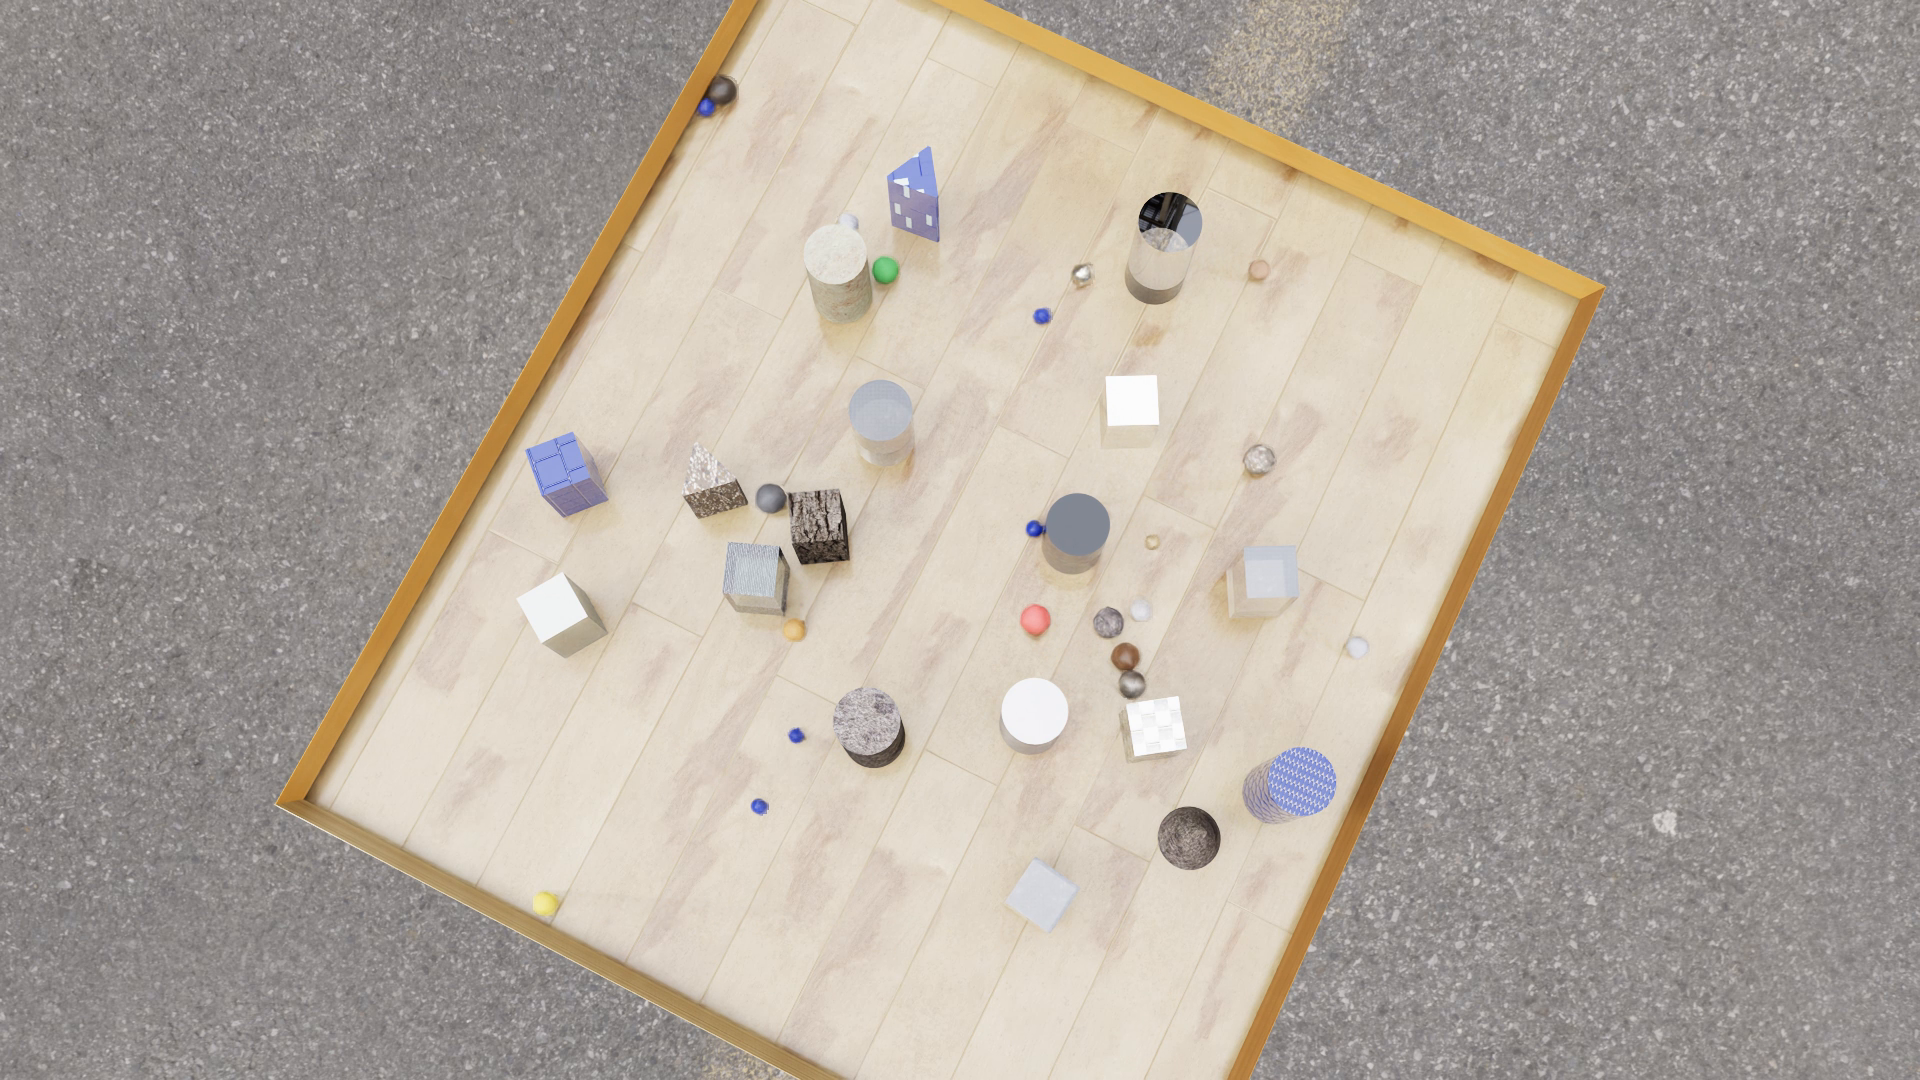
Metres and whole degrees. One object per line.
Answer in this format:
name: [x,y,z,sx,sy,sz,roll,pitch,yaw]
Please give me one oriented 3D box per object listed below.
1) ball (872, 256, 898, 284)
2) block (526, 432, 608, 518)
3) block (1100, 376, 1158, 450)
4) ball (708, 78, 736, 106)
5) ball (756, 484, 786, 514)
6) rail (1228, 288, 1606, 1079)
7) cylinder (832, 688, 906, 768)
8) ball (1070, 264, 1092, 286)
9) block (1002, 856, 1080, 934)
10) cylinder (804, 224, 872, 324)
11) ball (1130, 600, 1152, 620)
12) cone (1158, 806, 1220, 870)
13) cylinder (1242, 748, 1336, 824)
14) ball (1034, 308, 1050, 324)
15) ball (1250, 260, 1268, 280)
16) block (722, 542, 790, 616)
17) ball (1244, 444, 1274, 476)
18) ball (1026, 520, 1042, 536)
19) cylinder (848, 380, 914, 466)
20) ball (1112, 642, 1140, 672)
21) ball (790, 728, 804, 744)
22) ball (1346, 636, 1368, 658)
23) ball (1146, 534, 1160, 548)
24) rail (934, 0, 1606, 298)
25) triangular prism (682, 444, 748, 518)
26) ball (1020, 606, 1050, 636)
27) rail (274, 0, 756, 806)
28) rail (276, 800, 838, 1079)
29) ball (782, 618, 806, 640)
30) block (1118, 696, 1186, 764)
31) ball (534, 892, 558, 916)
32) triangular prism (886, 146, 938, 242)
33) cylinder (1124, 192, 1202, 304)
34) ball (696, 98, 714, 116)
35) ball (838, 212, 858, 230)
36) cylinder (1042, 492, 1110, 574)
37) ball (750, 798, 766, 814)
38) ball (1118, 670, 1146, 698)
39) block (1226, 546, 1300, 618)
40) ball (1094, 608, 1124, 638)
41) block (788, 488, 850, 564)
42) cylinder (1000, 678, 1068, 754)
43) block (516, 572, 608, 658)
ball: [-0.236,-0.846,5.749,0.083,0.083,0.083,0,78,0]
block: [-1.178,-0.193,5.505,0.150,0.296,0.150,-22,79,-4]
block: [0.510,-0.384,5.553,0.150,0.279,0.150,-1,78,0]
ball: [-0.760,-1.436,5.867,0.091,0.091,0.091,0,78,0]
ball: [-0.577,-0.127,5.595,0.093,0.093,0.093,0,78,0]
rail: [1.258,0.622,5.425,0.045,0.122,3.203,26,80,5]
cylinder: [-0.257,0.544,5.272,0.187,0.454,0.187,0,78,0]
ball: [0.382,-0.833,5.753,0.069,0.069,0.069,0,78,0]
block: [0.228,1.012,5.216,0.150,0.374,0.150,34,80,7]
cylinder: [-0.369,-0.808,5.597,0.187,0.365,0.187,0,78,0]
ball: [0.546,0.212,5.539,0.065,0.065,0.065,0,78,0]
cone: [0.679,0.844,5.237,0.187,0.401,0.187,0,78,0]
cylinder: [0.935,0.706,5.231,0.187,0.468,0.187,0,78,0]
ball: [0.255,-0.700,5.734,0.052,0.052,0.052,0,78,0]
ball: [0.940,-0.850,5.761,0.062,0.062,0.062,0,78,0]
block: [-0.600,0.118,5.421,0.150,0.335,0.150,5,78,1]
ball: [0.917,-0.245,5.619,0.094,0.094,0.094,0,78,0]
ball: [0.227,-0.036,5.597,0.053,0.053,0.053,0,78,0]
cylinder: [-0.233,-0.350,5.531,0.187,0.309,0.187,0,78,0]
ball: [0.497,0.350,5.500,0.087,0.087,0.087,0,78,0]
ball: [-0.487,0.586,5.472,0.046,0.046,0.046,0,78,0]
ball: [1.195,0.323,5.516,0.066,0.066,0.066,0,78,0]
ball: [0.589,0.004,5.592,0.046,0.046,0.046,0,78,0]
rail: [0.706,-1.376,5.838,2.859,0.122,0.045,26,80,5]
triangular prism: [-0.750,-0.187,5.493,0.162,0.317,0.141,-17,79,-3]
ball: [0.228,0.241,5.520,0.090,0.090,0.090,0,78,0]
rail: [-1.258,-0.609,5.679,0.045,0.122,3.203,26,80,5]
rail: [-0.706,1.389,5.266,2.859,0.122,0.045,26,80,5]
ball: [-0.500,0.269,5.525,0.070,0.070,0.070,0,78,0]
block: [0.561,0.559,5.363,0.150,0.270,0.150,-8,78,-2]
ball: [-1.211,1.064,5.361,0.069,0.069,0.069,0,78,0]
triangular prism: [-0.117,-1.076,5.649,0.162,0.372,0.141,21,79,4]
cylinder: [0.613,-0.879,5.562,0.187,0.462,0.187,0,78,0]
ball: [-0.814,-1.385,5.874,0.057,0.057,0.057,0,78,0]
ball: [-0.352,-1.000,5.789,0.066,0.066,0.066,0,78,0]
cylinder: [0.343,-0.016,5.468,0.187,0.296,0.187,0,78,0]
ball: [-0.597,0.789,5.430,0.045,0.045,0.045,0,78,0]
ball: [0.516,0.432,5.484,0.083,0.083,0.083,0,78,0]
block: [0.890,0.127,5.409,0.150,0.356,0.150,-2,78,0]
ball: [0.448,0.248,5.518,0.093,0.093,0.093,0,78,0]
block: [-0.418,-0.037,5.458,0.150,0.325,0.150,-5,78,-1]
cylinder: [0.211,0.517,5.333,0.187,0.345,0.187,0,78,0]
block: [-1.168,0.226,5.404,0.150,0.325,0.150,-30,80,-6]
